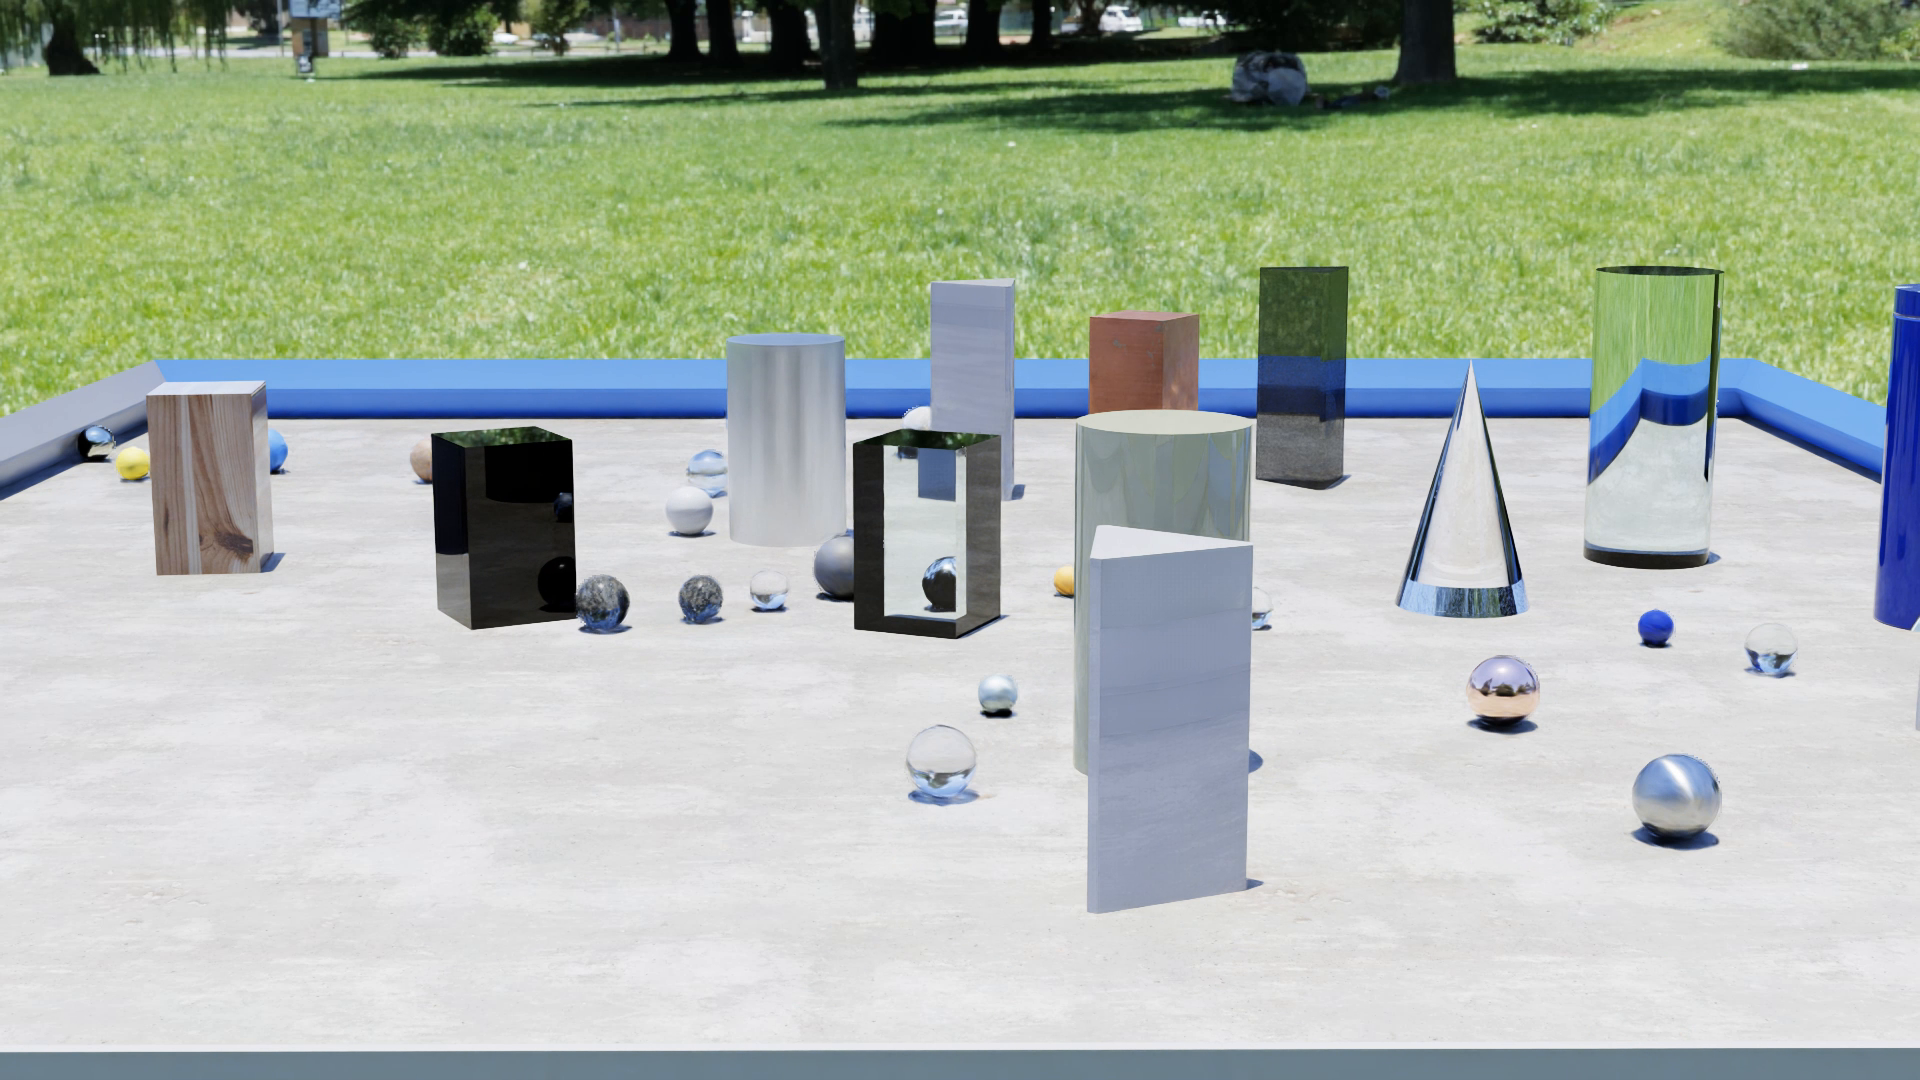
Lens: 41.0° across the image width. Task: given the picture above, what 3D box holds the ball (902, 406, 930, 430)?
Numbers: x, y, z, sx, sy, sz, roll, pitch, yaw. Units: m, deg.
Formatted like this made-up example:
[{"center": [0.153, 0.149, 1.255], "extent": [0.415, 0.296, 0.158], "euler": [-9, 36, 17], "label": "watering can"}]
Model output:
[{"center": [-0.067, -0.208, 4.813], "extent": [0.084, 0.084, 0.084], "euler": [0, 11, 0], "label": "ball"}]

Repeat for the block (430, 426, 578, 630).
[{"center": [-0.602, -0.019, 3.387], "extent": [0.145, 0.238, 0.145], "euler": [-6, 12, -28], "label": "block"}]

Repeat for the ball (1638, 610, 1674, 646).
[{"center": [0.875, 0.110, 3.228], "extent": [0.045, 0.045, 0.045], "euler": [0, 11, 0], "label": "ball"}]

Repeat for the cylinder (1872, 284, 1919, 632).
[{"center": [1.294, -0.108, 3.328], "extent": [0.181, 0.435, 0.181], "euler": [0, 11, 0], "label": "cylinder"}]

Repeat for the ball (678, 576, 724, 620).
[{"center": [-0.340, 0.077, 3.366], "extent": [0.059, 0.059, 0.059], "euler": [0, 11, 0], "label": "ball"}]

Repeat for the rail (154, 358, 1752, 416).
[{"center": [-0.011, -0.310, 5.260], "extent": [3.289, 0.117, 0.045], "euler": [0, 11, 0], "label": "rail"}]

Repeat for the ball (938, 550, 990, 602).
[{"center": [0.006, 0.049, 3.485], "extent": [0.070, 0.070, 0.070], "euler": [0, 11, 0], "label": "ball"}]

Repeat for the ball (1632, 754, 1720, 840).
[{"center": [0.676, 0.243, 2.423], "extent": [0.081, 0.081, 0.081], "euler": [0, 11, 0], "label": "ball"}]

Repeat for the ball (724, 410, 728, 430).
[{"center": [-0.404, -0.229, 4.908], "extent": [0.090, 0.090, 0.090], "euler": [0, 11, 0], "label": "ball"}]

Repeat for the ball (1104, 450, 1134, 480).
[{"center": [0.278, -0.131, 4.491], "extent": [0.053, 0.053, 0.053], "euler": [0, 11, 0], "label": "ball"}]

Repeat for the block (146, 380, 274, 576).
[{"center": [-1.084, -0.092, 3.718], "extent": [0.145, 0.260, 0.145], "euler": [-1, 11, -7], "label": "block"}]

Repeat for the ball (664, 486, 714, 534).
[{"center": [-0.420, -0.047, 3.979], "extent": [0.076, 0.076, 0.076], "euler": [0, 11, 0], "label": "ball"}]

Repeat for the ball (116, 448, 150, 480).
[{"center": [-1.447, -0.134, 4.490], "extent": [0.058, 0.058, 0.058], "euler": [0, 11, 0], "label": "ball"}]

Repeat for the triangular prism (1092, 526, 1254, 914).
[{"center": [0.156, 0.152, 2.280], "extent": [0.156, 0.312, 0.136], "euler": [-5, 12, -25], "label": "triangular prism"}]

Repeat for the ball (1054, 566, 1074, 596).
[{"center": [0.149, 0.056, 3.525], "extent": [0.041, 0.041, 0.041], "euler": [0, 11, 0], "label": "ball"}]

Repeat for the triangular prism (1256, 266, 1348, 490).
[{"center": [0.621, -0.286, 4.454], "extent": [0.136, 0.371, 0.156], "euler": [-8, 14, -38], "label": "triangular prism"}]

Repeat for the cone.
[{"center": [0.679, -0.077, 3.441], "extent": [0.181, 0.334, 0.181], "euler": [0, 11, 0], "label": "cone"}]

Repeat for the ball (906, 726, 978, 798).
[{"center": [-0.018, 0.221, 2.562], "extent": [0.072, 0.072, 0.072], "euler": [0, 11, 0], "label": "ball"}]

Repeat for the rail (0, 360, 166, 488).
[{"center": [-1.621, 0.032, 3.441], "extent": [0.045, 0.117, 3.731], "euler": [0, 11, 0], "label": "rail"}]

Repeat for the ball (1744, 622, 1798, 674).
[{"center": [0.974, 0.129, 3.080], "extent": [0.061, 0.061, 0.061], "euler": [0, 11, 0], "label": "ball"}]

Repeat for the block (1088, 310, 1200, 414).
[{"center": [0.327, -0.259, 4.557], "extent": [0.145, 0.280, 0.145], "euler": [6, 12, 30], "label": "block"}]

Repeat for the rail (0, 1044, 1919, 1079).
[{"center": [0.011, 0.370, 1.640], "extent": [3.289, 0.117, 0.045], "euler": [0, 11, 0], "label": "rail"}]

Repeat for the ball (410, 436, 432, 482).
[{"center": [-0.918, -0.141, 4.472], "extent": [0.080, 0.080, 0.080], "euler": [0, 11, 0], "label": "ball"}]

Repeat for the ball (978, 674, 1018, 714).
[{"center": [0.042, 0.174, 2.886], "extent": [0.045, 0.045, 0.045], "euler": [0, 11, 0], "label": "ball"}]

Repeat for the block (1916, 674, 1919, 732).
[{"center": [1.133, 0.110, 2.744], "extent": [0.145, 0.223, 0.145], "euler": [-1, 11, -8], "label": "block"}]

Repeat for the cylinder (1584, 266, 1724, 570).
[{"center": [1.014, -0.182, 3.754], "extent": [0.181, 0.424, 0.181], "euler": [0, 11, 0], "label": "cylinder"}]

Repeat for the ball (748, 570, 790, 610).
[{"center": [-0.256, 0.066, 3.435], "extent": [0.054, 0.054, 0.054], "euler": [0, 11, 0], "label": "ball"}]

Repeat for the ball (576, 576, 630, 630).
[{"center": [-0.461, 0.081, 3.314], "extent": [0.070, 0.070, 0.070], "euler": [0, 11, 0], "label": "ball"}]

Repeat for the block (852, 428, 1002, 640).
[{"center": [-0.042, -0.010, 3.330], "extent": [0.145, 0.243, 0.145], "euler": [5, 12, 24], "label": "block"}]

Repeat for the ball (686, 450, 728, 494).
[{"center": [-0.425, -0.114, 4.337], "extent": [0.075, 0.075, 0.075], "euler": [0, 11, 0], "label": "ball"}]

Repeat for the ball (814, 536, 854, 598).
[{"center": [-0.159, 0.037, 3.514], "extent": [0.083, 0.083, 0.083], "euler": [0, 11, 0], "label": "ball"}]

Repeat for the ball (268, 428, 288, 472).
[{"center": [-1.239, -0.160, 4.569], "extent": [0.080, 0.080, 0.080], "euler": [0, 11, 0], "label": "ball"}]

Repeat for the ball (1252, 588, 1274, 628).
[{"center": [0.380, 0.087, 3.327], "extent": [0.052, 0.052, 0.052], "euler": [0, 11, 0], "label": "ball"}]

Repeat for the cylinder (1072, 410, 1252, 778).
[{"center": [0.208, 0.057, 2.652], "extent": [0.181, 0.361, 0.181], "euler": [0, 11, 0], "label": "cylinder"}]

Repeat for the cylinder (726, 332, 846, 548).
[{"center": [-0.265, -0.156, 3.935], "extent": [0.181, 0.306, 0.181], "euler": [0, 11, 0], "label": "cylinder"}]

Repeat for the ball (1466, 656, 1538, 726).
[{"center": [0.599, 0.167, 2.833], "extent": [0.078, 0.078, 0.078], "euler": [0, 11, 0], "label": "ball"}]

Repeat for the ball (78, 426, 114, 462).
[{"center": [-1.585, -0.176, 4.702], "extent": [0.063, 0.063, 0.063], "euler": [0, 11, 0], "label": "ball"}]

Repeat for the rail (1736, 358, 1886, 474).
[{"center": [1.621, 0.028, 3.459], "extent": [0.045, 0.117, 3.731], "euler": [0, 11, 0], "label": "rail"}]

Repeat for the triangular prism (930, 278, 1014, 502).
[{"center": [0.053, -0.259, 4.342], "extent": [0.156, 0.358, 0.136], "euler": [7, 13, 33], "label": "triangular prism"}]
